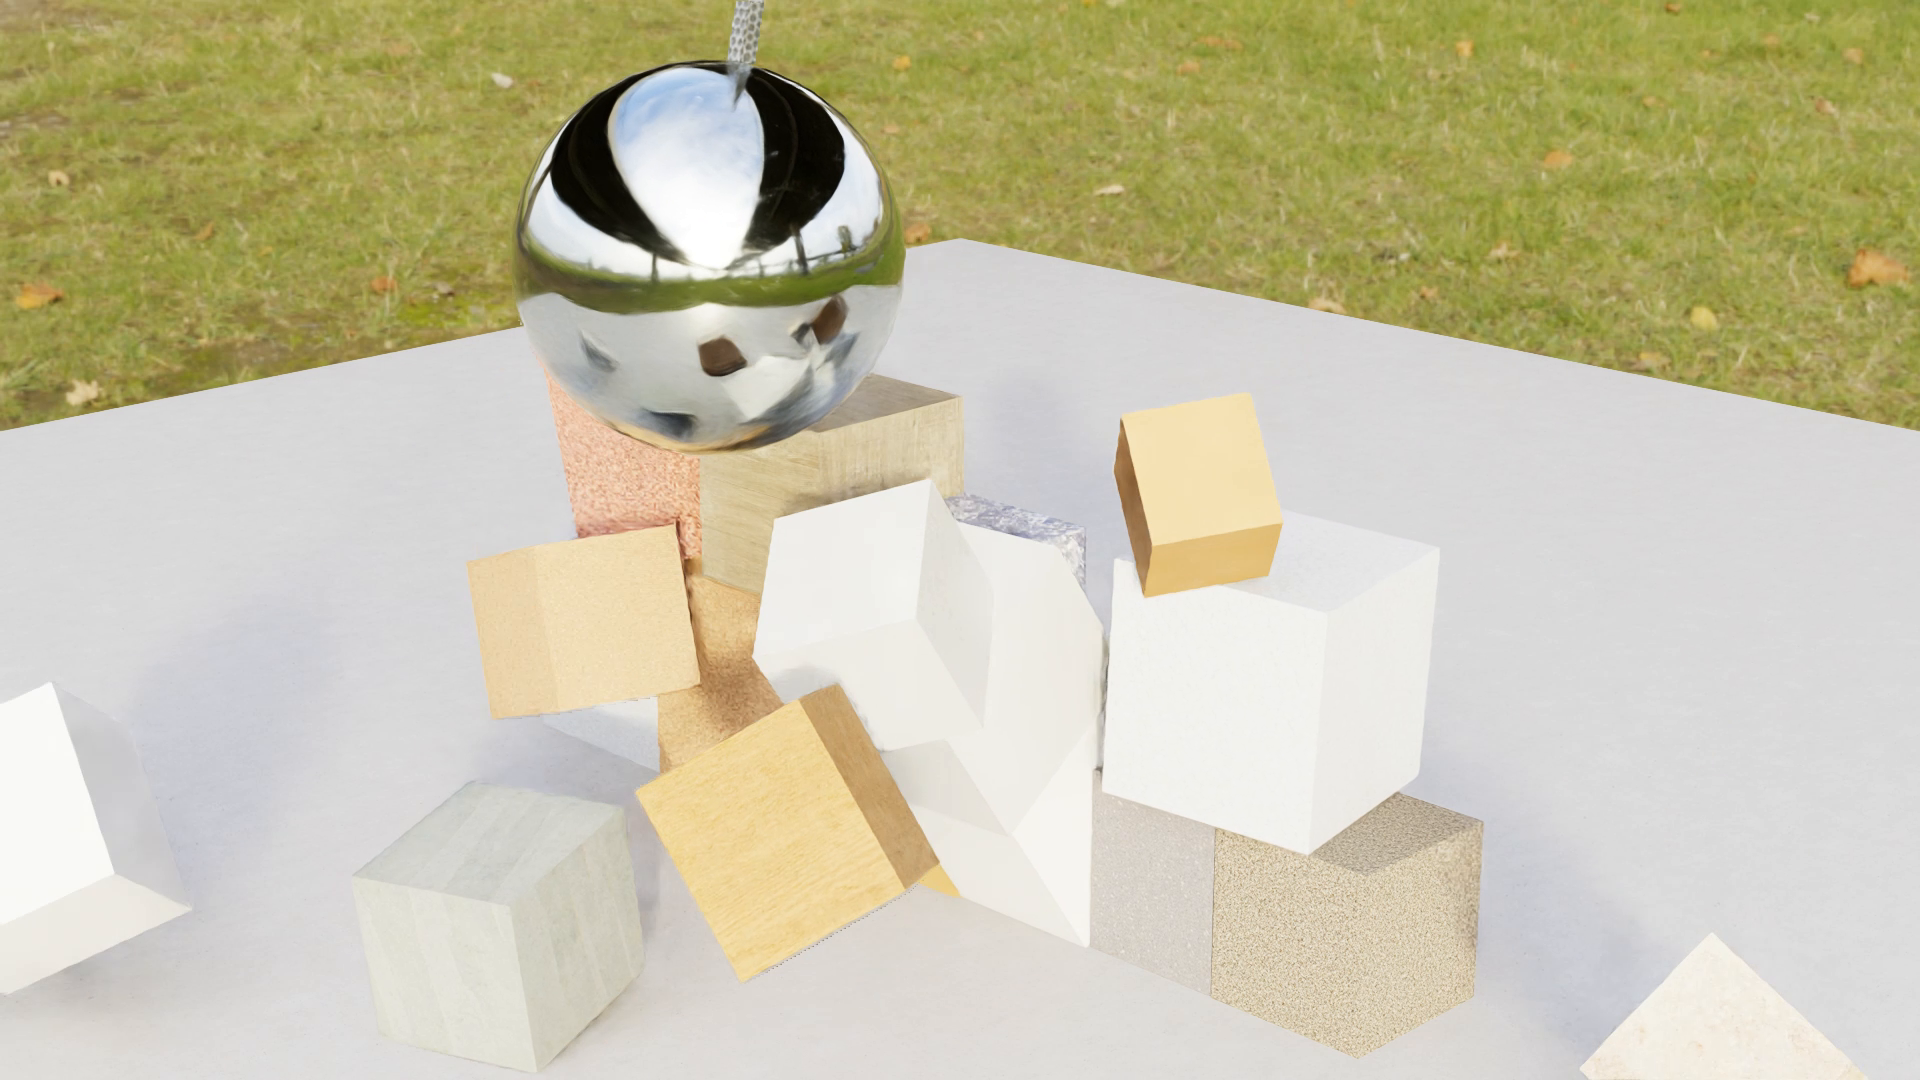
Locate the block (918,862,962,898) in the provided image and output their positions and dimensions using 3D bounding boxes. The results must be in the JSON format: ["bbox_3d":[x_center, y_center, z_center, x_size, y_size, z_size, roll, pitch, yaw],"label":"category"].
[{"bbox_3d":[-0.038,1.028,13.694,0.879,0.828,0.916,-17,24,-42],"label":"block"}]

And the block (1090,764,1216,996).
[{"bbox_3d":[1.092,1.356,12.646,0.682,0.830,0.816,17,24,42],"label":"block"}]

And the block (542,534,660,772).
[{"bbox_3d":[-1.515,0.513,15.089,0.845,0.974,1.021,-17,24,-42],"label":"block"}]

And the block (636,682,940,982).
[{"bbox_3d":[-0.601,1.027,10.477,0.664,0.756,0.755,-30,-3,8],"label":"block"}]

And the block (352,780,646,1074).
[{"bbox_3d":[-1.858,1.556,11.919,0.756,0.763,0.829,7,26,26],"label":"block"}]

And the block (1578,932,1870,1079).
[{"bbox_3d":[2.737,1.929,10.249,0.663,0.658,0.773,46,5,37],"label":"block"}]

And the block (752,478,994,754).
[{"bbox_3d":[-0.325,0.326,11.567,0.682,0.664,0.757,-14,42,19],"label":"block"}]

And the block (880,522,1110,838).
[{"bbox_3d":[-0.008,0.547,12.297,0.847,0.802,0.920,14,57,41],"label":"block"}]

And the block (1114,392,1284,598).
[{"bbox_3d":[0.919,-0.171,11.415,0.506,0.554,0.554,-10,-21,-4],"label":"block"}]

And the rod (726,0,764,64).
[{"bbox_3d":[-0.442,-4.465,11.476,0.080,5.200,0.080,17,10,42],"label":"rod"}]

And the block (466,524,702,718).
[{"bbox_3d":[-1.725,0.379,13.379,0.693,0.736,0.824,-9,-1,-30],"label":"block"}]

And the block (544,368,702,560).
[{"bbox_3d":[-1.373,-0.486,14.575,0.853,1.027,0.914,-16,8,-39],"label":"block"}]

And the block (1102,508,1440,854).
[{"bbox_3d":[1.286,0.537,12.143,0.968,1.031,0.989,15,23,32],"label":"block"}]

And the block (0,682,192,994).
[{"bbox_3d":[-3.712,1.201,11.691,0.823,0.837,0.753,-25,-20,0],"label":"block"}]

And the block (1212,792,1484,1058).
[{"bbox_3d":[1.599,1.534,12.140,0.786,0.794,0.770,-17,24,-42],"label":"block"}]

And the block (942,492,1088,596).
[{"bbox_3d":[-0.009,0.291,13.469,0.878,0.711,0.789,-17,24,-42],"label":"block"}]

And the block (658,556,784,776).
[{"bbox_3d":[-0.747,0.660,14.348,0.993,1.138,1.107,-17,24,-42],"label":"block"}]

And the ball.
[{"bbox_3d":[-1.019,-1.143,11.914,1.600,1.600,1.600,0,17,0],"label":"ball"}]

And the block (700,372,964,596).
[{"bbox_3d":[-0.607,-0.251,13.897,0.921,0.872,0.841,-17,24,-42],"label":"block"}]

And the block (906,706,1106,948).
[{"bbox_3d":[0.337,1.097,12.848,0.757,0.899,0.817,17,58,42],"label":"block"}]
